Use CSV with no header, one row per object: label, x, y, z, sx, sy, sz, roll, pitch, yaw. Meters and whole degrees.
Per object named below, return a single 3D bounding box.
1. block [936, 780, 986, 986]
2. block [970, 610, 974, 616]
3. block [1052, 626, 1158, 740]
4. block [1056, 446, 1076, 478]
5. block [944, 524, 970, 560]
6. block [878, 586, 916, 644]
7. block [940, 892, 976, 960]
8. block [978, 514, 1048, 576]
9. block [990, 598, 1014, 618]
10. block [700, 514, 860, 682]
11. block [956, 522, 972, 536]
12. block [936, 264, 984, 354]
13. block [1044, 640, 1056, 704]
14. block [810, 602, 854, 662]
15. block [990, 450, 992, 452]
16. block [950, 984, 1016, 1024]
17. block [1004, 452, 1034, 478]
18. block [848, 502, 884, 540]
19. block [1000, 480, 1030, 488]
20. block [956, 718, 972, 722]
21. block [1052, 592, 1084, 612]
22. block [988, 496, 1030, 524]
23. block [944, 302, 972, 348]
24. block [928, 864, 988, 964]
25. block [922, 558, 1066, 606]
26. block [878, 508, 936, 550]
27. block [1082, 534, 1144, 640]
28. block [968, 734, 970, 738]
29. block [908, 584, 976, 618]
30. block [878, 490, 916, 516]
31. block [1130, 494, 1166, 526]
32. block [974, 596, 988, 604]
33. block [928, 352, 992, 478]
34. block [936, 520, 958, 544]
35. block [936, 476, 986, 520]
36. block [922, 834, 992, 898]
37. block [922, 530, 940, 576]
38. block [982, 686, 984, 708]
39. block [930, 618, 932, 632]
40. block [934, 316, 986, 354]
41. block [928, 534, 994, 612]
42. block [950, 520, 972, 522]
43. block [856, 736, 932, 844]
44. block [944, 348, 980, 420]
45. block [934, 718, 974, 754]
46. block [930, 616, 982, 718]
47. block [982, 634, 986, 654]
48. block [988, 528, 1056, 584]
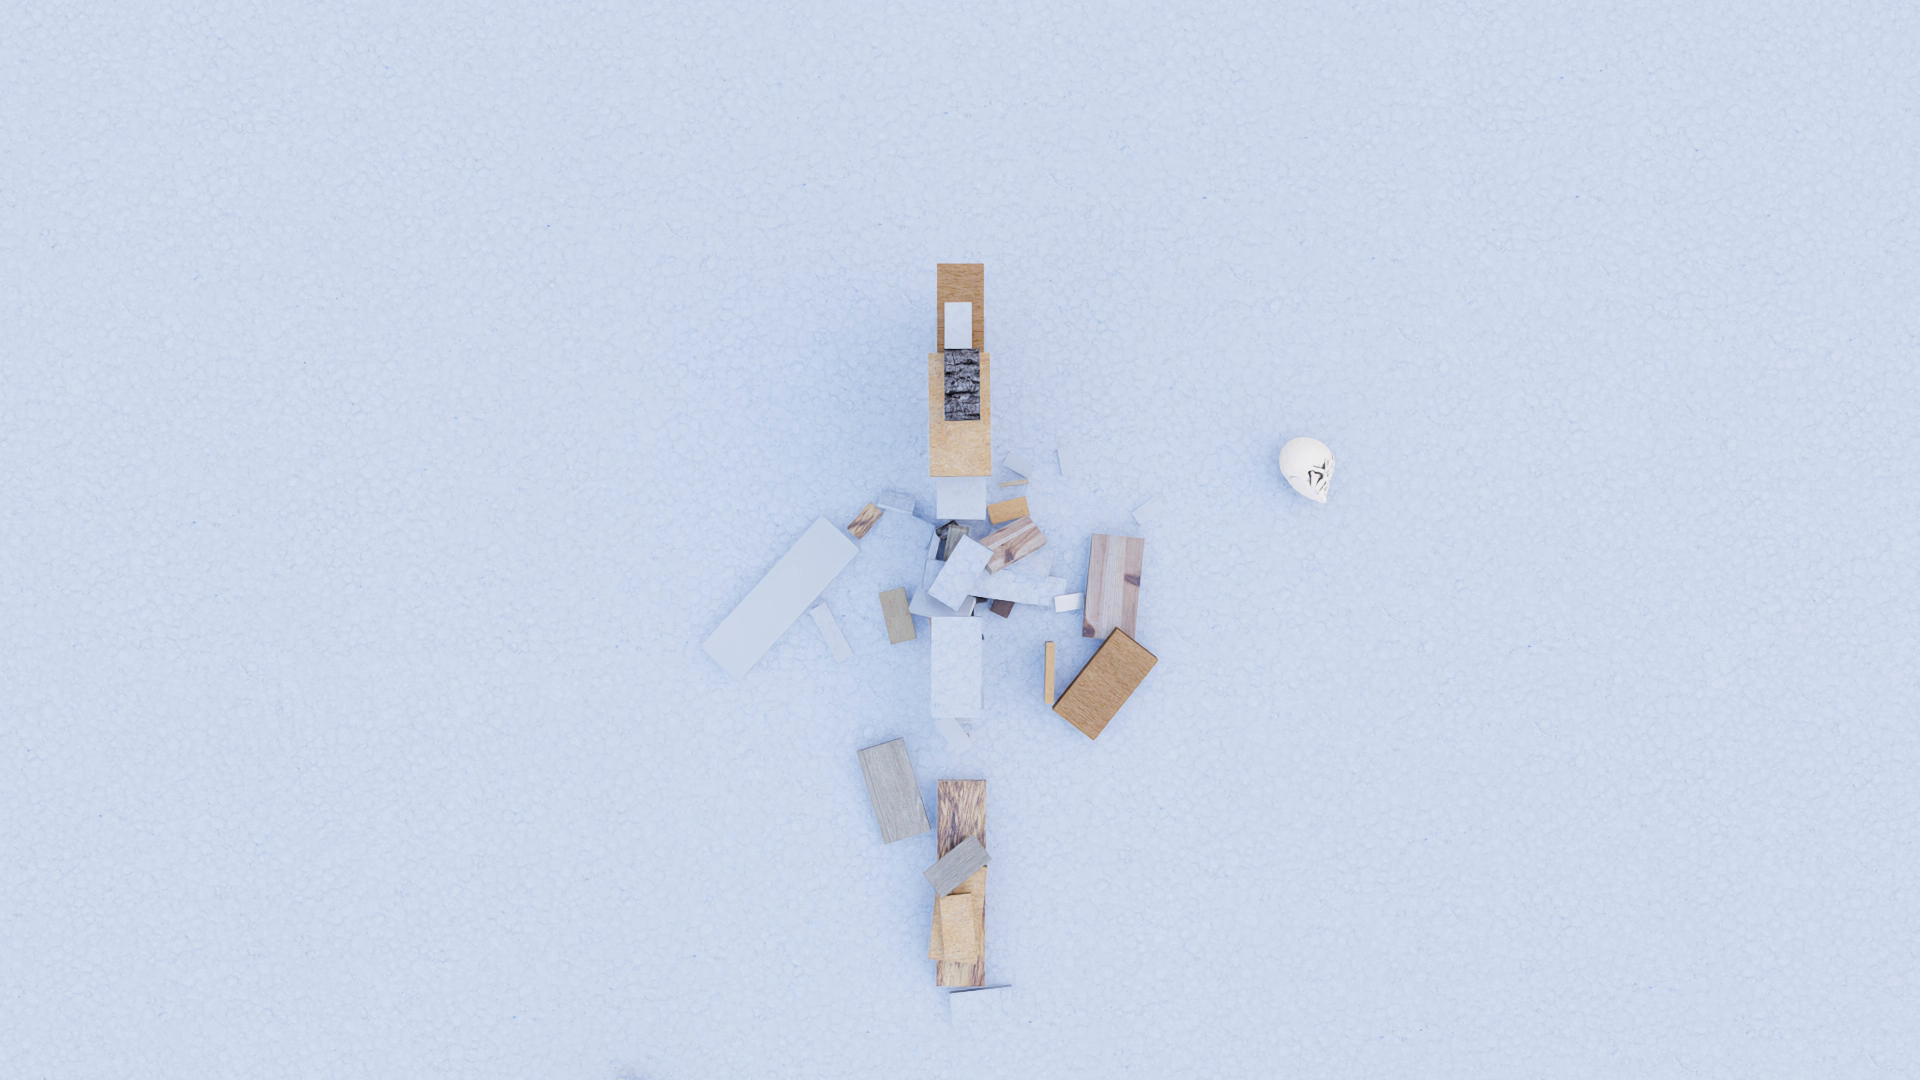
block,0.004,1.137,5.477,0.160,0.045,0.678,0,90,0
block,0.012,0.263,5.439,0.073,0.146,0.021,-6,132,0
block,0.479,0.475,5.448,0.172,0.049,0.344,37,97,-4
block,0.356,-0.261,5.493,0.048,0.014,0.096,-11,90,0
block,-0.013,0.013,5.380,0.065,0.018,0.131,9,122,-3
block,-0.208,0.252,5.488,0.088,0.025,0.176,-14,90,0
block,-0.006,1.262,5.395,0.104,0.029,0.208,-5,90,0
block,0.161,0.016,5.423,0.228,0.032,0.114,-28,70,-24
block,0.155,0.189,5.491,0.065,0.018,0.131,25,90,0
block,-0.595,0.193,5.476,0.172,0.049,0.595,43,90,0
block,0.002,0.004,5.443,0.074,0.021,0.149,0,132,0
block,0.001,-0.671,4.837,0.137,0.039,0.274,0,90,0
block,0.295,0.436,5.450,0.028,0.099,0.199,1,90,0
block,-0.427,0.308,5.492,0.059,0.017,0.198,-29,90,0
block,0.005,-0.235,4.966,0.176,0.375,0.050,0,90,0
block,0.074,1.545,5.485,0.208,0.029,0.104,-7,90,0
block,0.196,-0.249,5.493,0.096,0.014,0.048,29,90,0
block,-0.316,-0.064,5.492,0.059,0.017,0.119,41,90,1
block,0.180,-0.188,5.476,0.096,0.048,0.014,-9,90,0
block,0.005,0.586,5.436,0.064,0.128,0.018,0,89,0
block,0.361,0.206,5.471,0.104,0.015,0.052,-8,97,-21
block,0.161,-0.098,5.491,0.131,0.018,0.065,-14,90,0
block,-0.005,-0.593,4.656,0.076,0.021,0.151,0,90,0
block,-0.007,1.224,5.432,0.160,0.045,0.320,6,90,0
block,0.114,0.143,5.439,0.475,0.028,0.099,8,91,-11
block,-0.177,-0.041,5.488,0.176,0.025,0.088,23,90,0
block,0.508,0.158,5.476,0.172,0.049,0.344,6,90,0
block,0.002,0.661,5.436,0.064,0.128,0.018,-14,90,0
block,-0.058,0.214,5.438,0.199,0.028,0.099,14,61,16
block,-0.209,-0.125,5.476,0.119,0.017,0.059,15,56,0
block,0.628,-0.099,5.493,0.104,0.015,0.052,-35,90,0
block,0.044,0.140,5.476,0.073,0.021,0.146,-10,79,0
block,-0.001,-0.360,4.753,0.176,0.050,0.353,-1,90,0
block,-0.007,0.003,5.413,0.074,0.021,0.149,-28,126,23
block,0.006,-0.217,5.175,0.152,0.043,0.303,1,90,0
block,-0.009,1.067,5.393,0.208,0.029,0.104,-36,78,-11
block,-0.093,0.055,5.456,0.025,0.088,0.176,15,90,0
block,-0.002,0.509,5.343,0.157,0.314,0.044,0,90,0
block,-0.066,0.254,5.490,0.073,0.021,0.146,-7,90,0
block,0.001,-0.532,5.154,0.162,0.046,0.323,0,90,0
block,0.002,0.104,5.350,0.114,0.032,0.228,32,100,-1
block,0.002,-0.060,5.427,0.074,0.148,0.021,1,69,0
block,-0.220,0.832,5.477,0.160,0.045,0.320,-17,90,0
block,0.006,-0.426,4.519,0.098,0.028,0.195,-1,90,0
block,-0.020,0.629,5.363,0.064,0.018,0.128,-36,90,0
block,-0.012,0.396,5.164,0.157,0.044,0.314,1,90,0
block,0.002,0.344,5.343,0.157,0.314,0.044,-6,90,0
block,0.193,0.052,5.453,0.228,0.032,0.114,20,54,0
